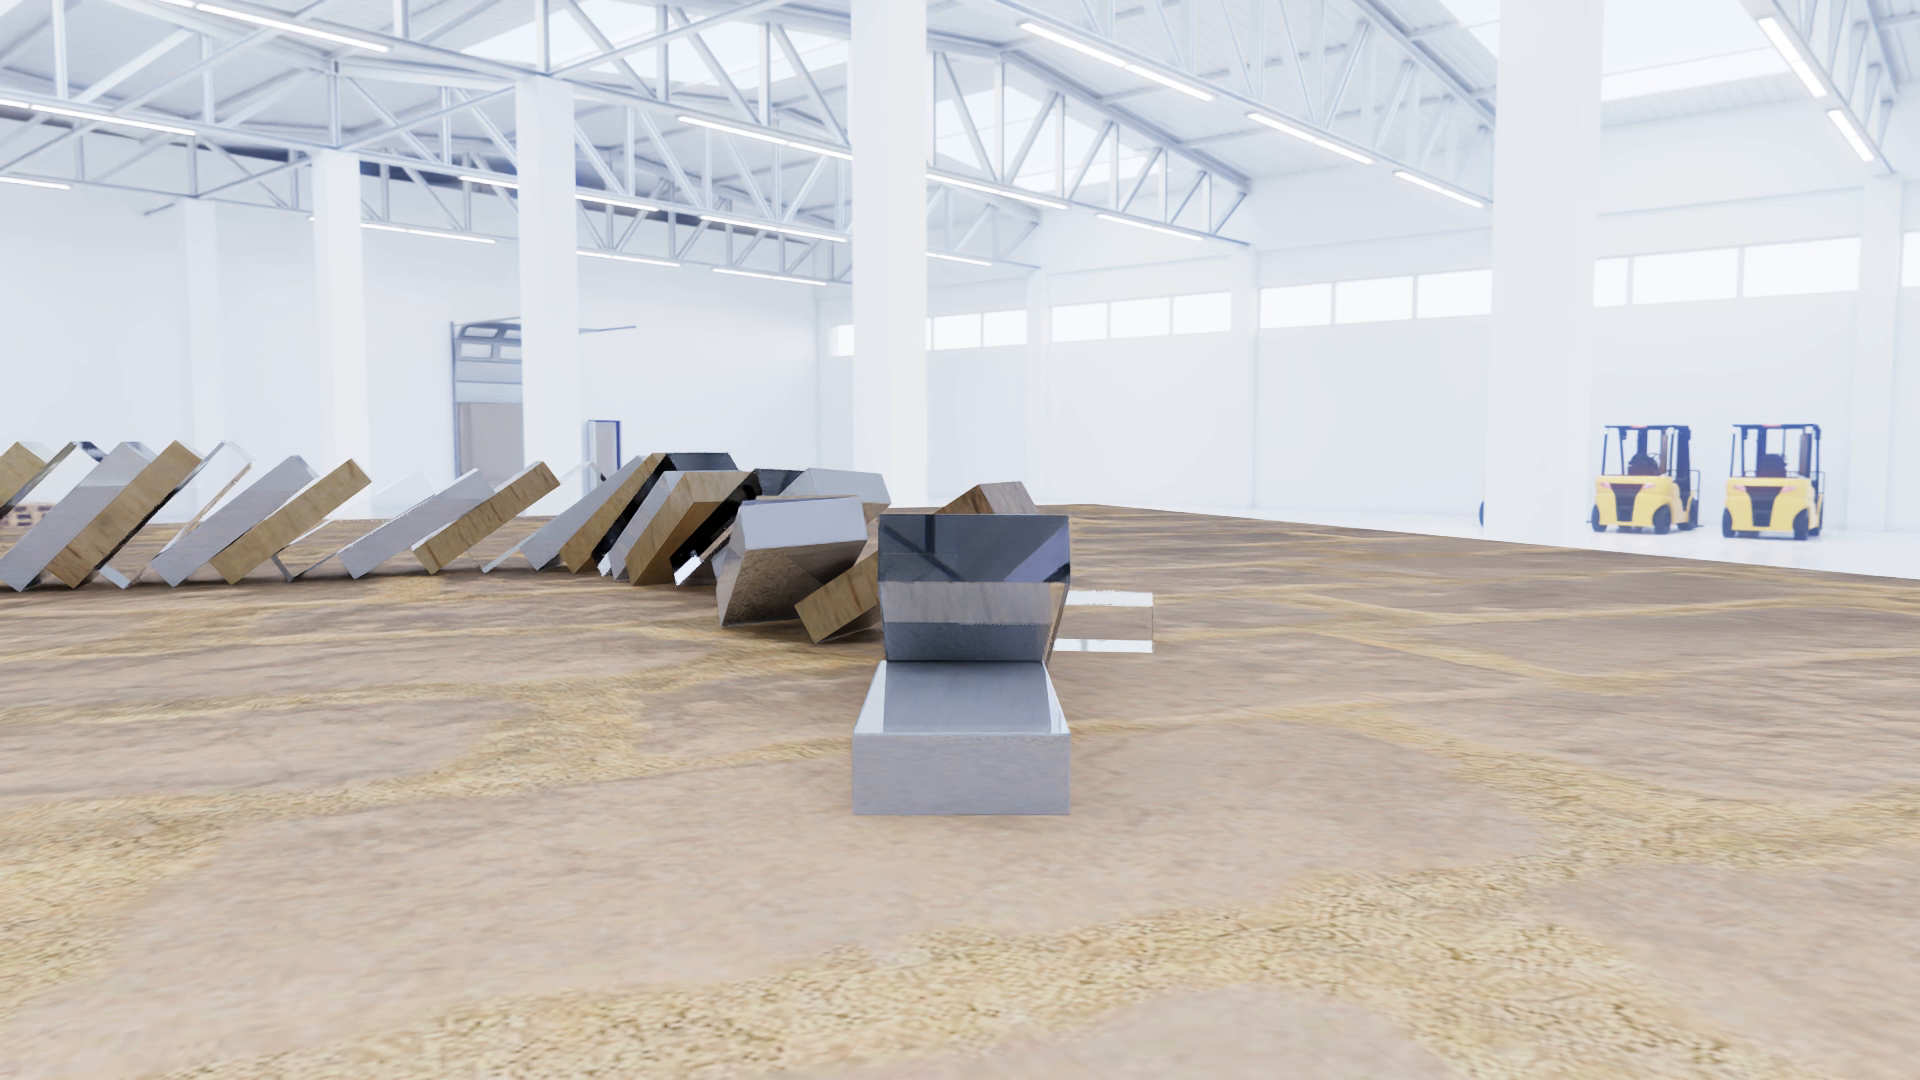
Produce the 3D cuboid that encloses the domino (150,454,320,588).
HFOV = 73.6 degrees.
[{"bbox_3d":[-0.223,-0.007,0.396,0.050,0.009,0.025,-43,19,-14],"label":"domino"}]

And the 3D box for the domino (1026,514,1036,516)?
[{"bbox_3d":[0.000,0.009,0.237,0.025,0.009,0.050,0,-22,-1],"label":"domino"}]

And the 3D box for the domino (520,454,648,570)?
[{"bbox_3d":[-0.123,-0.009,0.435,0.050,0.010,0.025,-38,2,1],"label":"domino"}]

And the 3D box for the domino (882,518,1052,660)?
[{"bbox_3d":[0.001,0.011,0.215,0.025,0.010,0.050,0,-23,-1],"label":"domino"}]

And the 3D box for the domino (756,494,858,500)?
[{"bbox_3d":[-0.043,0.003,0.329,0.025,0.010,0.050,-1,-21,-18],"label":"domino"}]

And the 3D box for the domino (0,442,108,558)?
[{"bbox_3d":[-0.275,-0.007,0.379,0.009,0.050,0.025,44,-13,-20],"label":"domino"}]

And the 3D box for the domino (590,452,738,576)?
[{"bbox_3d":[-0.094,-0.008,0.410,0.050,0.010,0.025,-45,-22,30],"label":"domino"}]

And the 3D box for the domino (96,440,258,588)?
[{"bbox_3d":[-0.238,-0.008,0.391,0.010,0.050,0.025,44,-12,-20],"label":"domino"}]

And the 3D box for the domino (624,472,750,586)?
[{"bbox_3d":[-0.077,-0.003,0.375,0.025,0.010,0.050,-3,-27,-38],"label":"domino"}]

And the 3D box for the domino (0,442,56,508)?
[{"bbox_3d":[-0.287,-0.007,0.374,0.010,0.050,0.025,44,-13,-20],"label":"domino"}]

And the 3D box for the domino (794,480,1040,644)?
[{"bbox_3d":[-0.009,0.005,0.276,0.050,0.009,0.025,-33,-9,21],"label":"domino"}]

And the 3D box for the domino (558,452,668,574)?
[{"bbox_3d":[-0.107,-0.009,0.423,0.050,0.010,0.025,-42,-12,20],"label":"domino"}]

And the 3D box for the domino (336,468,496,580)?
[{"bbox_3d":[-0.178,-0.006,0.420,0.050,0.010,0.025,-35,17,-17],"label":"domino"}]

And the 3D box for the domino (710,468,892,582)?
[{"bbox_3d":[-0.044,-0.002,0.353,0.025,0.010,0.050,2,-30,-45],"label":"domino"}]

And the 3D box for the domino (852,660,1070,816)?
[{"bbox_3d":[0.000,0.025,0.172,0.025,0.010,0.050,0,4,0],"label":"domino"}]

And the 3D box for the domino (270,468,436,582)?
[{"bbox_3d":[-0.193,-0.005,0.411,0.050,0.010,0.025,-35,17,-18],"label":"domino"}]

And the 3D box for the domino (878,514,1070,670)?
[{"bbox_3d":[0.001,0.011,0.190,0.025,0.010,0.050,0,-23,-1],"label":"domino"}]

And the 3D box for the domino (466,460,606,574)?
[{"bbox_3d":[-0.145,-0.009,0.438,0.050,0.010,0.025,-39,18,-17],"label":"domino"}]

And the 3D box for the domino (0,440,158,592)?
[{"bbox_3d":[-0.262,-0.008,0.383,0.010,0.050,0.025,44,-12,-20],"label":"domino"}]

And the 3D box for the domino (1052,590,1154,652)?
[{"bbox_3d":[0.016,0.017,0.277,0.050,0.010,0.025,1,4,8],"label":"domino"}]

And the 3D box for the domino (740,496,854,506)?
[{"bbox_3d":[-0.041,0.004,0.306,0.025,0.010,0.050,-3,-21,-16],"label":"domino"}]

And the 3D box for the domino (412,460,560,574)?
[{"bbox_3d":[-0.159,-0.008,0.431,0.050,0.010,0.025,-39,18,-17],"label":"domino"}]

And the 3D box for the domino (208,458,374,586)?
[{"bbox_3d":[-0.209,-0.007,0.403,0.050,0.010,0.025,-41,18,-16],"label":"domino"}]

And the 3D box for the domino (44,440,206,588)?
[{"bbox_3d":[-0.250,-0.008,0.388,0.009,0.050,0.025,44,-15,-20],"label":"domino"}]

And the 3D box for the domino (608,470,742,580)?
[{"bbox_3d":[-0.086,-0.004,0.390,0.025,0.010,0.050,-3,-27,-38],"label":"domino"}]

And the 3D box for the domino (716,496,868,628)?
[{"bbox_3d":[-0.038,0.006,0.281,0.025,0.010,0.050,-5,-20,-18],"label":"domino"}]

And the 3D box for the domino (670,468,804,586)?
[{"bbox_3d":[-0.059,-0.003,0.365,0.025,0.010,0.050,1,-29,-43],"label":"domino"}]
